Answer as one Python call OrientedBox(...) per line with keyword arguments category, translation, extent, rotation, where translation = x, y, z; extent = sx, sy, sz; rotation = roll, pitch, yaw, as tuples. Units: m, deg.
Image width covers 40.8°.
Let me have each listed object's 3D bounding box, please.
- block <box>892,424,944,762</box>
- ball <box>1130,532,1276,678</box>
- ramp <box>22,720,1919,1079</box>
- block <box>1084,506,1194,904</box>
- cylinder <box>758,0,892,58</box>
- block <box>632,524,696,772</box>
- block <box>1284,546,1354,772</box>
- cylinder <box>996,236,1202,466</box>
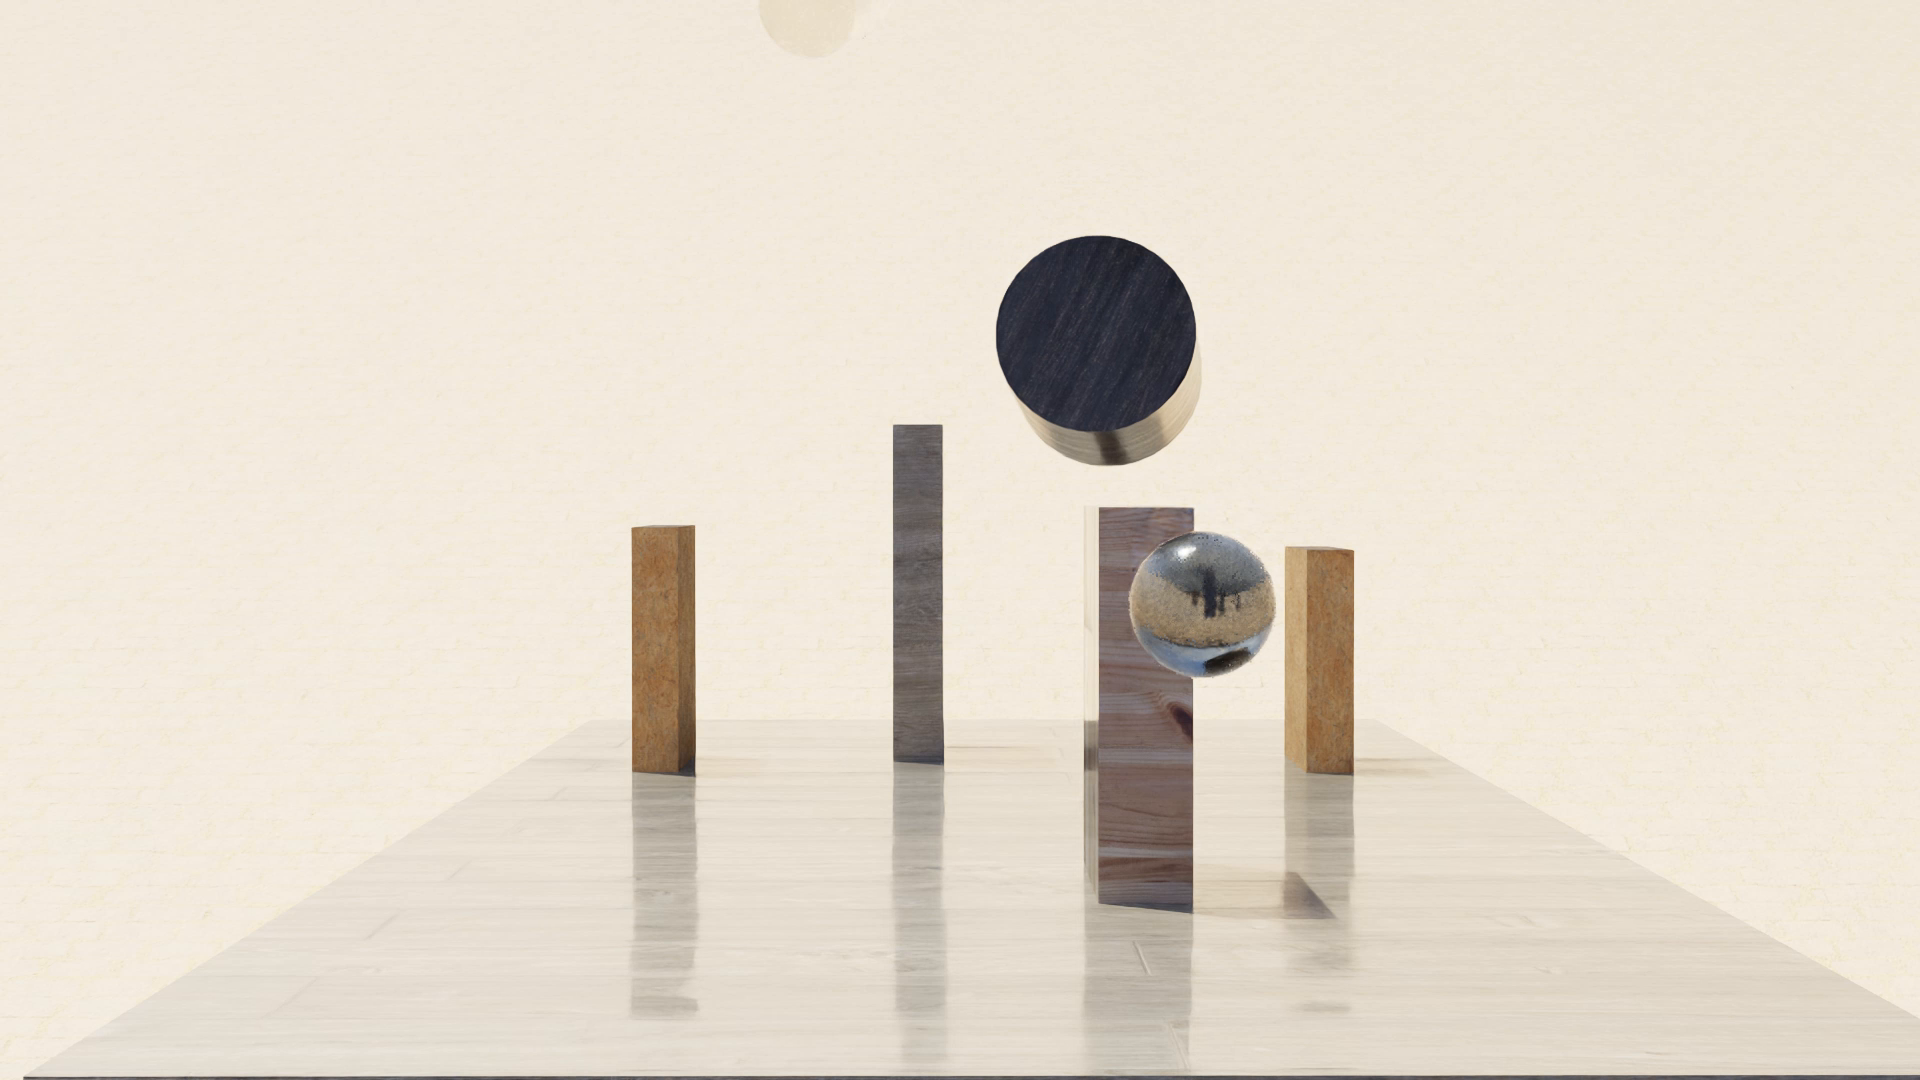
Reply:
OrientedBox(category="block", translation=(-0.091, 0.110, 5.761), extent=(0.108, 0.727, 0.414), rotation=(0, 1, 0))
OrientedBox(category="ball", translation=(0.225, 0.060, 2.388), extent=(0.136, 0.136, 0.136), rotation=(0, 27, 0))
OrientedBox(category="ramp", translation=(0.061, 0.547, 4.583), extent=(2.000, 0.100, 4.000), rotation=(0, 1, 0))
OrientedBox(category="block", translation=(0.263, 0.230, 3.864), extent=(0.134, 0.561, 0.430), rotation=(0, 1, 0))
OrientedBox(category="cylinder", translation=(-0.136, -0.553, 2.621), extent=(0.106, 0.106, 0.106), rotation=(9, 24, 18))
OrientedBox(category="block", translation=(-0.633, 0.224, 5.534), extent=(0.097, 0.508, 0.359), rotation=(0, 1, 0))
OrientedBox(category="block", translation=(0.765, 0.248, 5.513), extent=(0.098, 0.461, 0.360), rotation=(0, 1, 0))
OrientedBox(category="cylinder", translation=(0.144, -0.188, 2.609), extent=(0.196, 0.196, 0.196), rotation=(4, -8, 8))
